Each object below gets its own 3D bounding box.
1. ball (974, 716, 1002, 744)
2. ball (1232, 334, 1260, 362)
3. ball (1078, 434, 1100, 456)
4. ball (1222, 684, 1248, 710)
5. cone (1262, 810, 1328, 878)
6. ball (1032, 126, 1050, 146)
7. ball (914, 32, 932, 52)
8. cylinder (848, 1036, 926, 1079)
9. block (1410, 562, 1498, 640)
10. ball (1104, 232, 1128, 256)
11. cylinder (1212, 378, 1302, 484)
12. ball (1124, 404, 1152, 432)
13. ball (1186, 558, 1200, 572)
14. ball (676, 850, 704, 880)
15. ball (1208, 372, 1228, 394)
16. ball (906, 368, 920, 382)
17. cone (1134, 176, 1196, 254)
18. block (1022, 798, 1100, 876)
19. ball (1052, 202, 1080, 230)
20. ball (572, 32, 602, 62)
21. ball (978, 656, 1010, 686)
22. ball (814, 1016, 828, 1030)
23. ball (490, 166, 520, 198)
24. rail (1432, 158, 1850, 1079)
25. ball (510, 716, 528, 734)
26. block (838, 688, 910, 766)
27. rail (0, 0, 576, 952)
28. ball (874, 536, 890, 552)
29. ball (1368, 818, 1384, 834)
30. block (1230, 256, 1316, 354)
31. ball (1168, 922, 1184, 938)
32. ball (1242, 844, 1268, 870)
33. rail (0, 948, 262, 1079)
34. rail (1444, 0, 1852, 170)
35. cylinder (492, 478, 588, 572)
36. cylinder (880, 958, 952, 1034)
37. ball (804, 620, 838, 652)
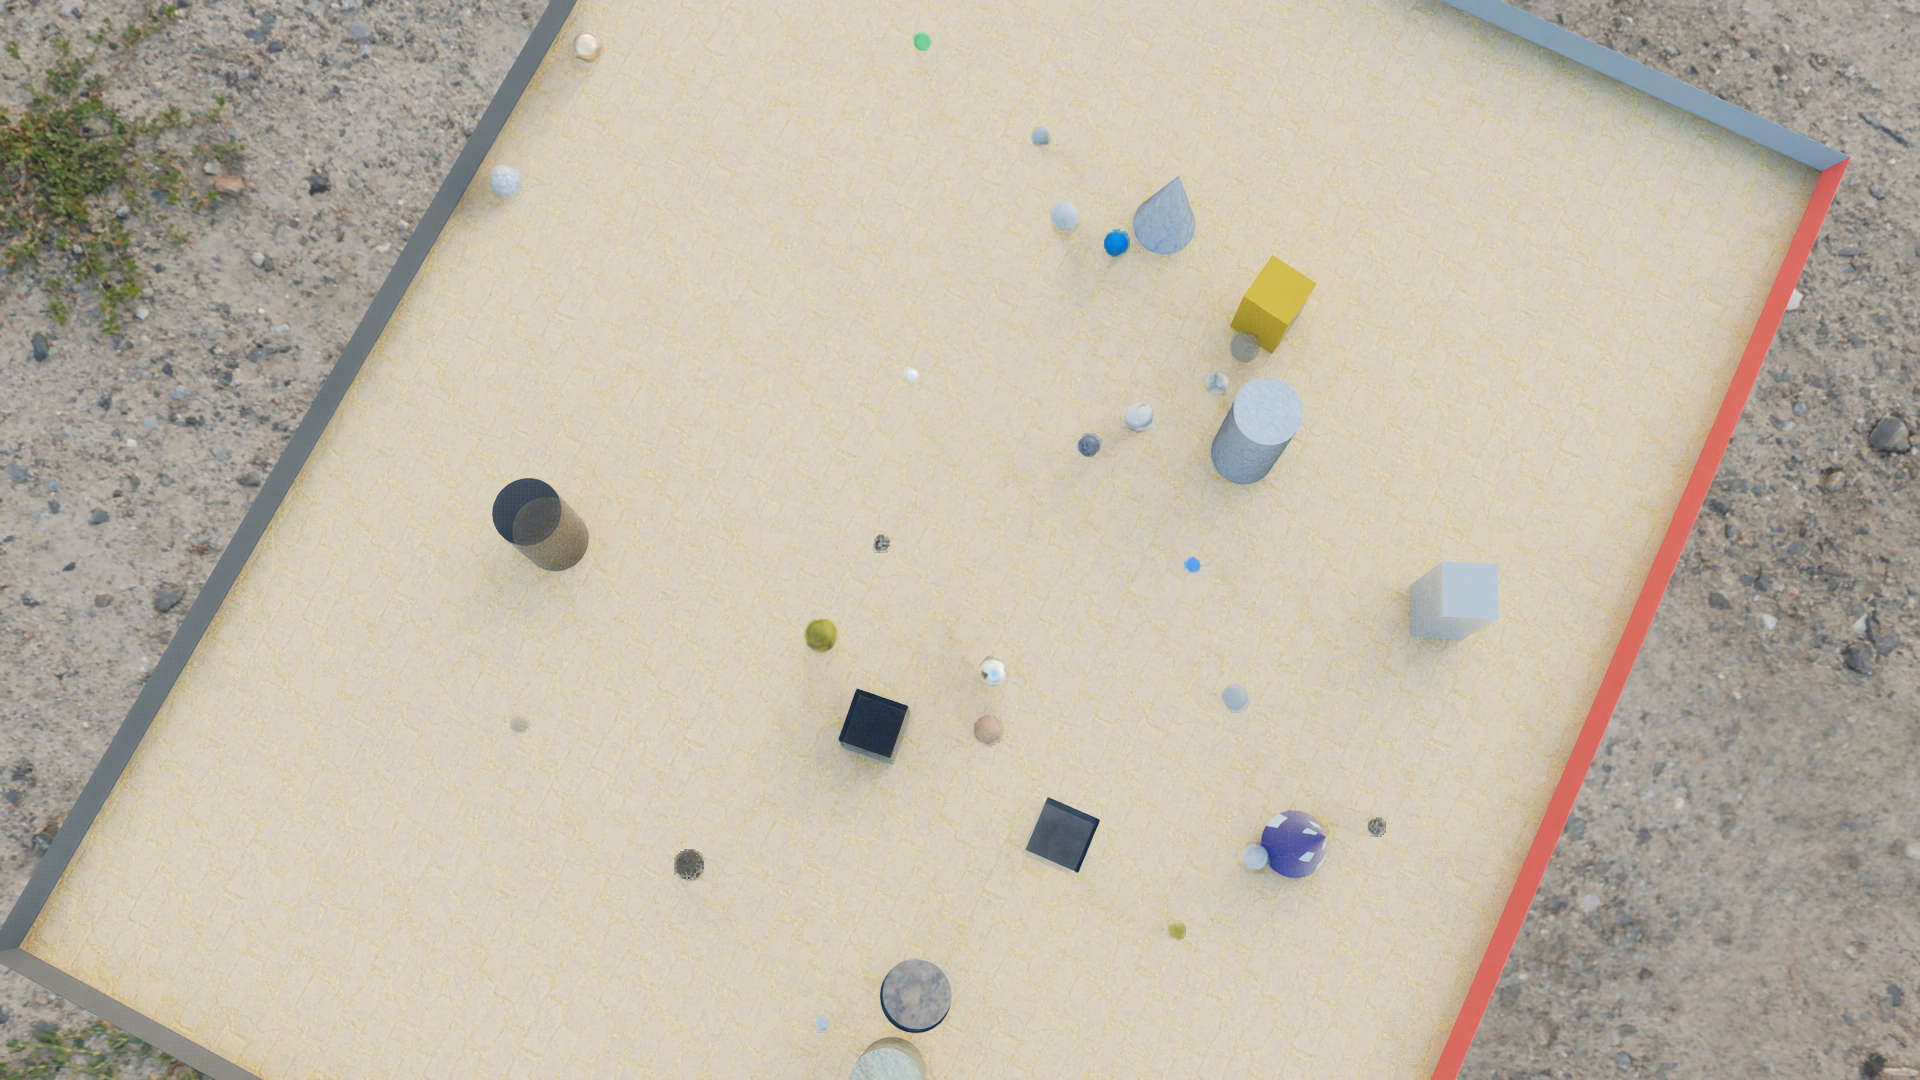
[{"bbox_3d":[0.081,0.564,5.457,0.084,0.084,0.084,0,78,0],"label":"ball"},{"bbox_3d":[0.888,-0.598,5.695,0.089,0.089,0.089,0,78,0],"label":"ball"},{"bbox_3d":[0.396,-0.291,5.642,0.068,0.068,0.068,0,78,0],"label":"ball"},{"bbox_3d":[0.823,0.469,5.479,0.080,0.080,0.080,0,78,0],"label":"ball"},{"bbox_3d":[0.992,0.853,5.198,0.198,0.473,0.198,0,78,0],"label":"cone"},{"bbox_3d":[0.261,-1.290,5.854,0.058,0.058,0.058,0,78,0],"label":"ball"},{"bbox_3d":[-0.122,-1.609,5.919,0.059,0.059,0.059,0,78,0],"label":"ball"},{"bbox_3d":[-0.197,1.490,5.063,0.198,0.480,0.198,0,78,0],"label":"cylinder"},{"bbox_3d":[1.447,0.181,5.383,0.159,0.384,0.159,3,78,1],"label":"block"},{"bbox_3d":[0.490,-0.933,5.771,0.077,0.077,0.077,0,78,0],"label":"ball"},{"bbox_3d":[0.876,-0.317,5.438,0.198,0.478,0.198,0,78,0],"label":"cylinder"},{"bbox_3d":[0.550,-0.378,5.649,0.089,0.089,0.089,0,78,0],"label":"ball"},{"bbox_3d":[0.710,0.076,5.577,0.047,0.047,0.047,0,78,0],"label":"ball"},{"bbox_3d":[-0.792,0.955,5.376,0.085,0.085,0.085,0,78,0],"label":"ball"},{"bbox_3d":[0.800,-0.485,5.683,0.067,0.067,0.067,0,78,0],"label":"ball"},{"bbox_3d":[-0.149,-0.512,5.700,0.043,0.043,0.043,0,78,0],"label":"ball"},{"bbox_3d":[0.649,-1.042,5.630,0.198,0.396,0.198,0,78,0],"label":"cone"},{"bbox_3d":[0.286,0.853,5.257,0.159,0.359,0.159,23,79,5],"label":"block"},{"bbox_3d":[0.334,-1.020,5.782,0.089,0.089,0.089,0,78,0],"label":"ball"},{"bbox_3d":[-1.202,-1.585,5.898,0.092,0.092,0.092,0,78,0],"label":"ball"},{"bbox_3d":[0.101,0.392,5.489,0.091,0.091,0.091,0,78,0],"label":"ball"},{"bbox_3d":[-0.400,1.400,5.306,0.041,0.041,0.041,0,78,0],"label":"ball"},{"bbox_3d":[-1.440,-1.133,5.803,0.095,0.095,0.095,0,78,0],"label":"ball"},{"bbox_3d":[1.722,0.850,5.374,0.045,0.129,4.674,26,80,5],"label":"rail"},{"bbox_3d":[-1.318,0.553,5.476,0.052,0.052,0.052,0,78,0],"label":"ball"},{"bbox_3d":[-0.249,0.550,5.380,0.159,0.241,0.159,18,79,4],"label":"block"},{"bbox_3d":[-1.722,-0.836,5.723,0.045,0.129,4.674,26,80,5],"label":"rail"},{"bbox_3d":[-0.239,0.010,5.589,0.050,0.050,0.050,0,78,0],"label":"ball"},{"bbox_3d":[1.229,0.848,5.417,0.048,0.048,0.048,0,78,0],"label":"ball"},{"bbox_3d":[0.958,-0.719,5.620,0.159,0.285,0.159,35,80,7],"label":"block"},{"bbox_3d":[0.631,1.141,5.356,0.048,0.048,0.048,0,78,0],"label":"ball"},{"bbox_3d":[0.867,0.930,5.386,0.075,0.075,0.075,0,78,0],"label":"ball"},{"bbox_3d":[-1.034,2.033,5.129,3.898,0.129,0.045,26,80,5],"label":"rail"},{"bbox_3d":[1.034,-2.019,5.968,3.898,0.129,0.045,26,80,5],"label":"rail"},{"bbox_3d":[-1.237,-0.041,5.425,0.198,0.392,0.198,0,78,0],"label":"cylinder"},{"bbox_3d":[-0.122,1.287,5.196,0.198,0.302,0.198,0,78,0],"label":"cylinder"},{"bbox_3d":[-0.417,0.289,5.506,0.099,0.099,0.099,0,78,0],"label":"ball"}]
